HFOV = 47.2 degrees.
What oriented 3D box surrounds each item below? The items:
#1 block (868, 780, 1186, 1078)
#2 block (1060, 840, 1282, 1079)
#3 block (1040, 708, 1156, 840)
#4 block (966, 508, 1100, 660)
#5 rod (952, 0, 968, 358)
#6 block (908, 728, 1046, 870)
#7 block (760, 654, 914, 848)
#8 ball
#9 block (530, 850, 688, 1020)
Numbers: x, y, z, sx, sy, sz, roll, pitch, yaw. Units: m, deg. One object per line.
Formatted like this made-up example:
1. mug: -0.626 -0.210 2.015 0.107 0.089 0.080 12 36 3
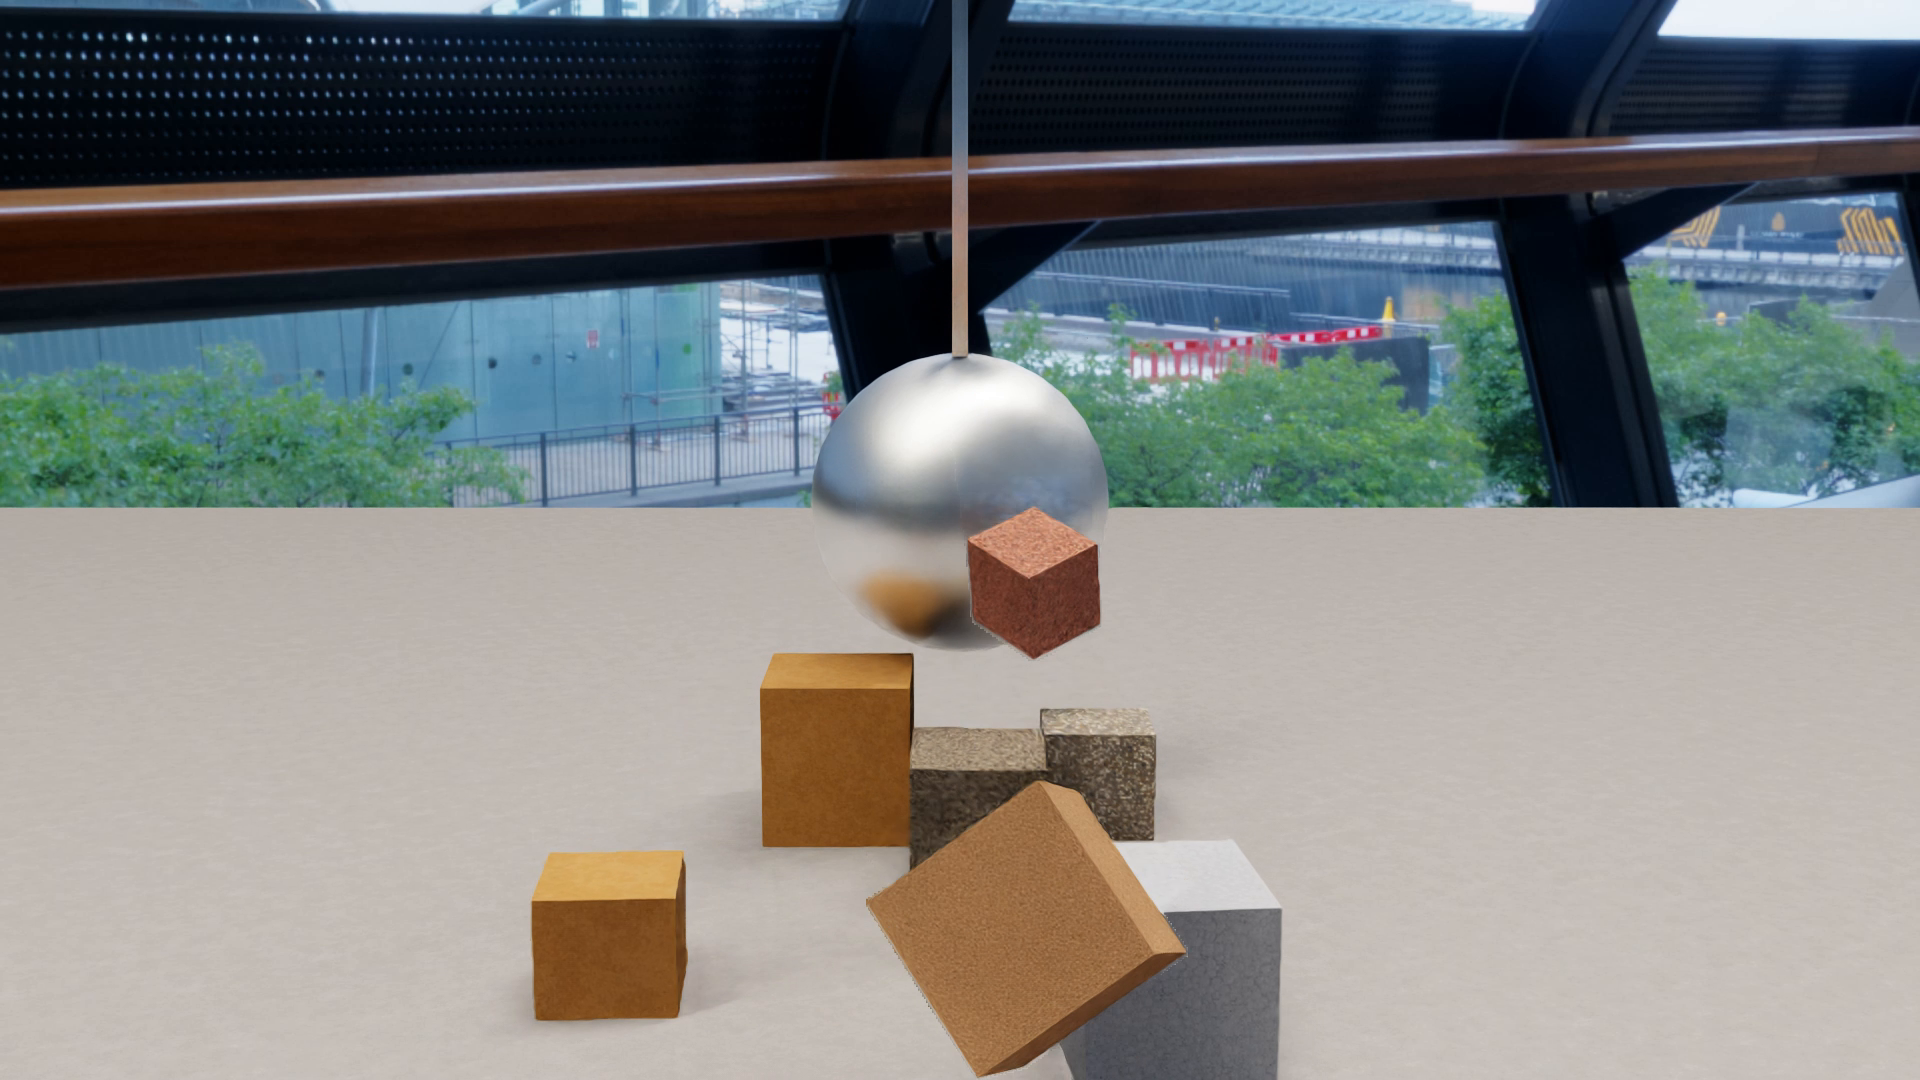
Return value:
1. block: 0.234 1.293 7.329 0.695 0.666 0.614 -36 -17 7
2. block: 0.773 1.644 8.408 0.716 0.757 0.796 -1 10 -6
3. block: 0.705 1.206 11.392 0.565 0.550 0.533 0 10 0
4. block: 0.331 0.189 9.806 0.390 0.432 0.431 -26 38 -29
5. rod: 0.000 -3.462 10.831 0.080 5.200 0.080 0 16 0
6. block: 0.086 1.304 10.709 0.646 0.603 0.748 0 10 0
7. block: -0.619 1.073 11.368 0.744 0.821 0.764 0 10 0
8. ball: 0.000 -0.200 11.790 1.600 1.600 1.600 0 10 0
9. block: -1.448 1.636 9.151 0.572 0.506 0.608 -1 10 -3
